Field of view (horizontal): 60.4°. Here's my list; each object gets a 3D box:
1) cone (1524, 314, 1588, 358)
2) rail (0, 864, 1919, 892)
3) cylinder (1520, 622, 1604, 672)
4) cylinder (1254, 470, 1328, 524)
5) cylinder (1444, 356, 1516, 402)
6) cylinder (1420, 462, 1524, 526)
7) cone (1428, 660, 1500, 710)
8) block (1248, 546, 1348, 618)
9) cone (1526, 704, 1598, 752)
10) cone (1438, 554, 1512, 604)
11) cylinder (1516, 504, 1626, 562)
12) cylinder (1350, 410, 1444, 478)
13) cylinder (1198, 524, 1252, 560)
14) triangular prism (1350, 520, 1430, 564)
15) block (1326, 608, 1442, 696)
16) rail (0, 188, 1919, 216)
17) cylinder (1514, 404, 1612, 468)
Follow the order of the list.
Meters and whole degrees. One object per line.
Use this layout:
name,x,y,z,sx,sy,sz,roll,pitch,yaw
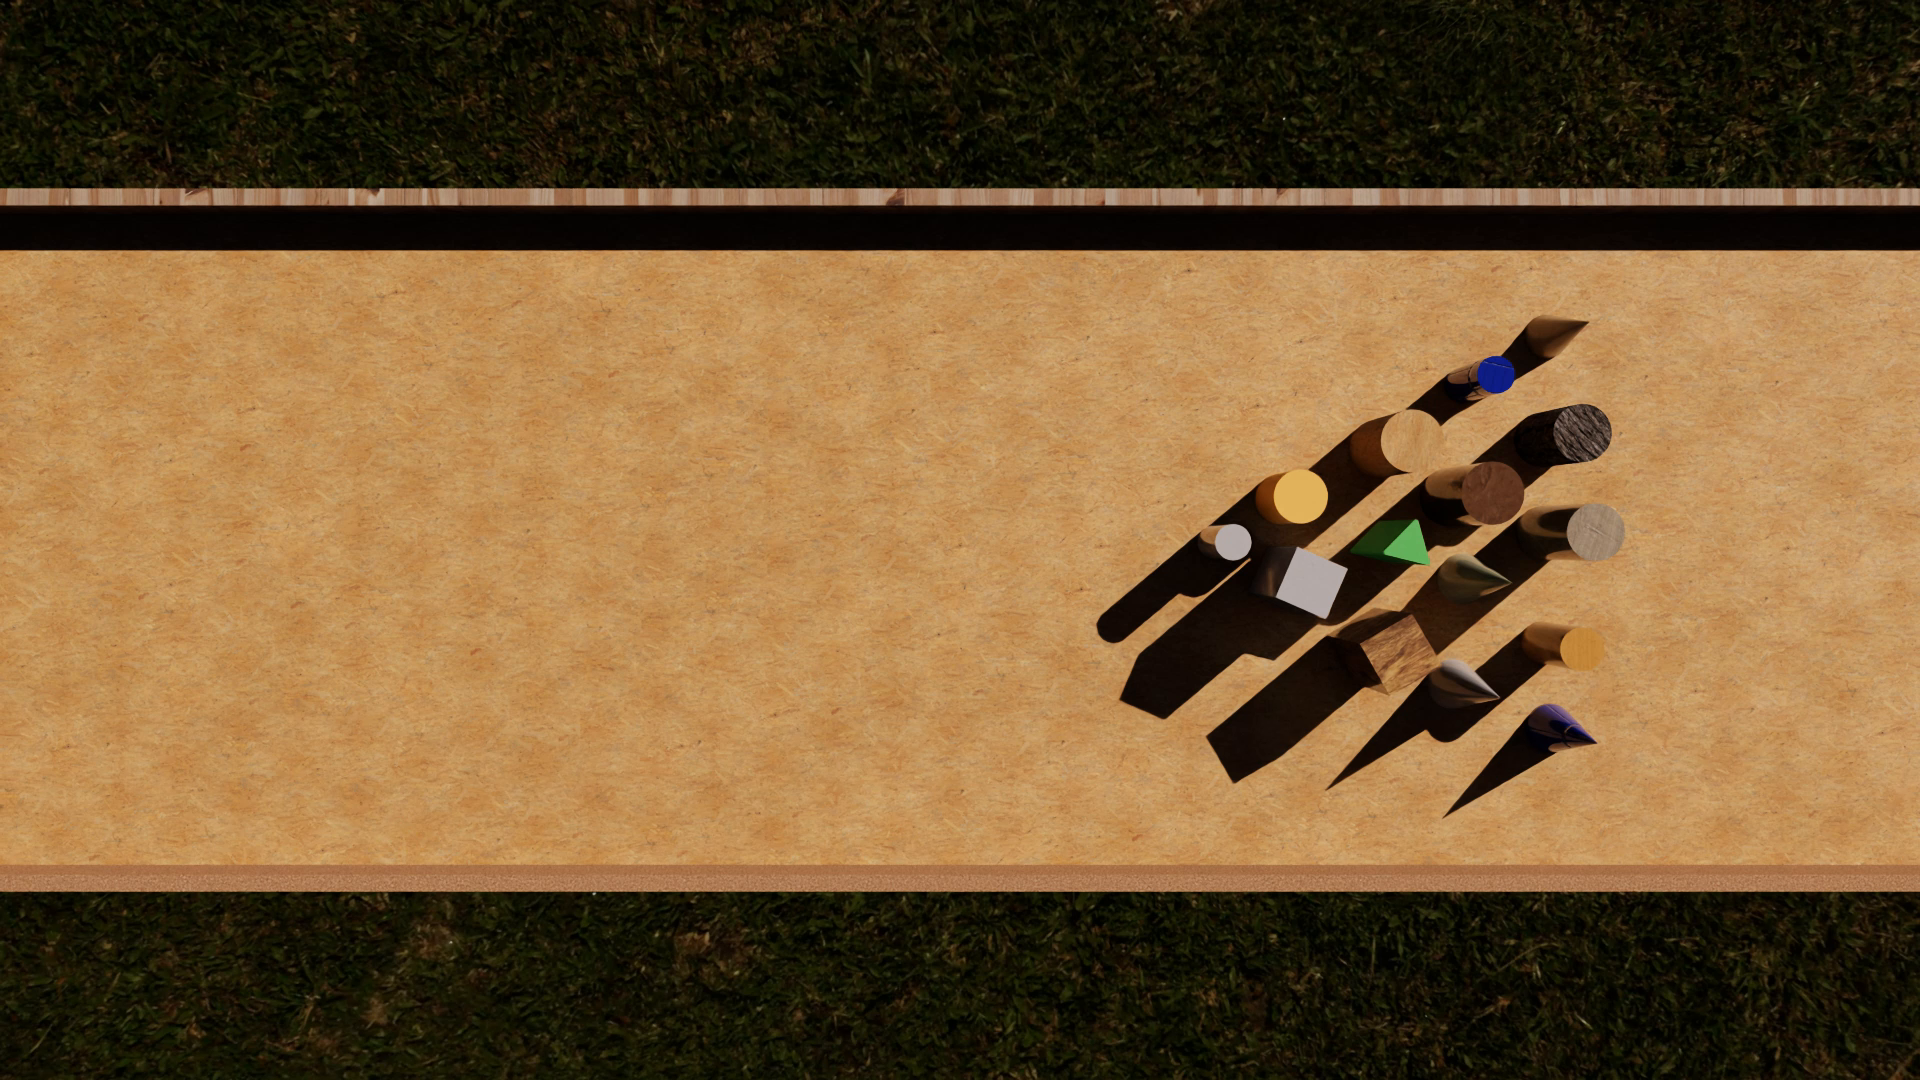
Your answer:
cone,1.804,-0.626,4.901,0.135,0.352,0.135,0,90,0
rail,-2.247,1.025,5.001,12.000,0.150,0.050,0,90,0
cylinder,1.789,0.315,4.909,0.127,0.335,0.127,0,90,0
cylinder,0.986,-0.126,4.923,0.156,0.307,0.156,0,90,0
cylinder,1.545,-0.476,4.915,0.109,0.324,0.109,0,90,0
cylinder,1.504,-0.132,4.866,0.179,0.420,0.179,0,90,0
cone,1.516,0.443,4.849,0.154,0.455,0.154,0,90,0
block,0.986,0.121,4.850,0.154,0.454,0.154,23,90,0
cone,1.815,0.579,4.885,0.152,0.384,0.152,0,90,0
cone,1.547,0.120,4.848,0.157,0.457,0.157,0,90,0
cylinder,1.792,-0.022,4.861,0.164,0.431,0.164,0,90,0
cylinder,1.288,-0.282,4.887,0.180,0.380,0.180,0,90,0
cylinder,0.782,0.006,4.899,0.104,0.355,0.104,0,90,0
triangular prism,1.278,-0.003,4.871,0.133,0.410,0.115,14,90,0
block,1.244,0.324,4.864,0.170,0.425,0.170,-30,90,0
rail,-2.247,-1.025,5.002,12.000,0.150,0.050,0,90,0
cylinder,1.790,-0.308,4.909,0.168,0.335,0.168,0,90,0
